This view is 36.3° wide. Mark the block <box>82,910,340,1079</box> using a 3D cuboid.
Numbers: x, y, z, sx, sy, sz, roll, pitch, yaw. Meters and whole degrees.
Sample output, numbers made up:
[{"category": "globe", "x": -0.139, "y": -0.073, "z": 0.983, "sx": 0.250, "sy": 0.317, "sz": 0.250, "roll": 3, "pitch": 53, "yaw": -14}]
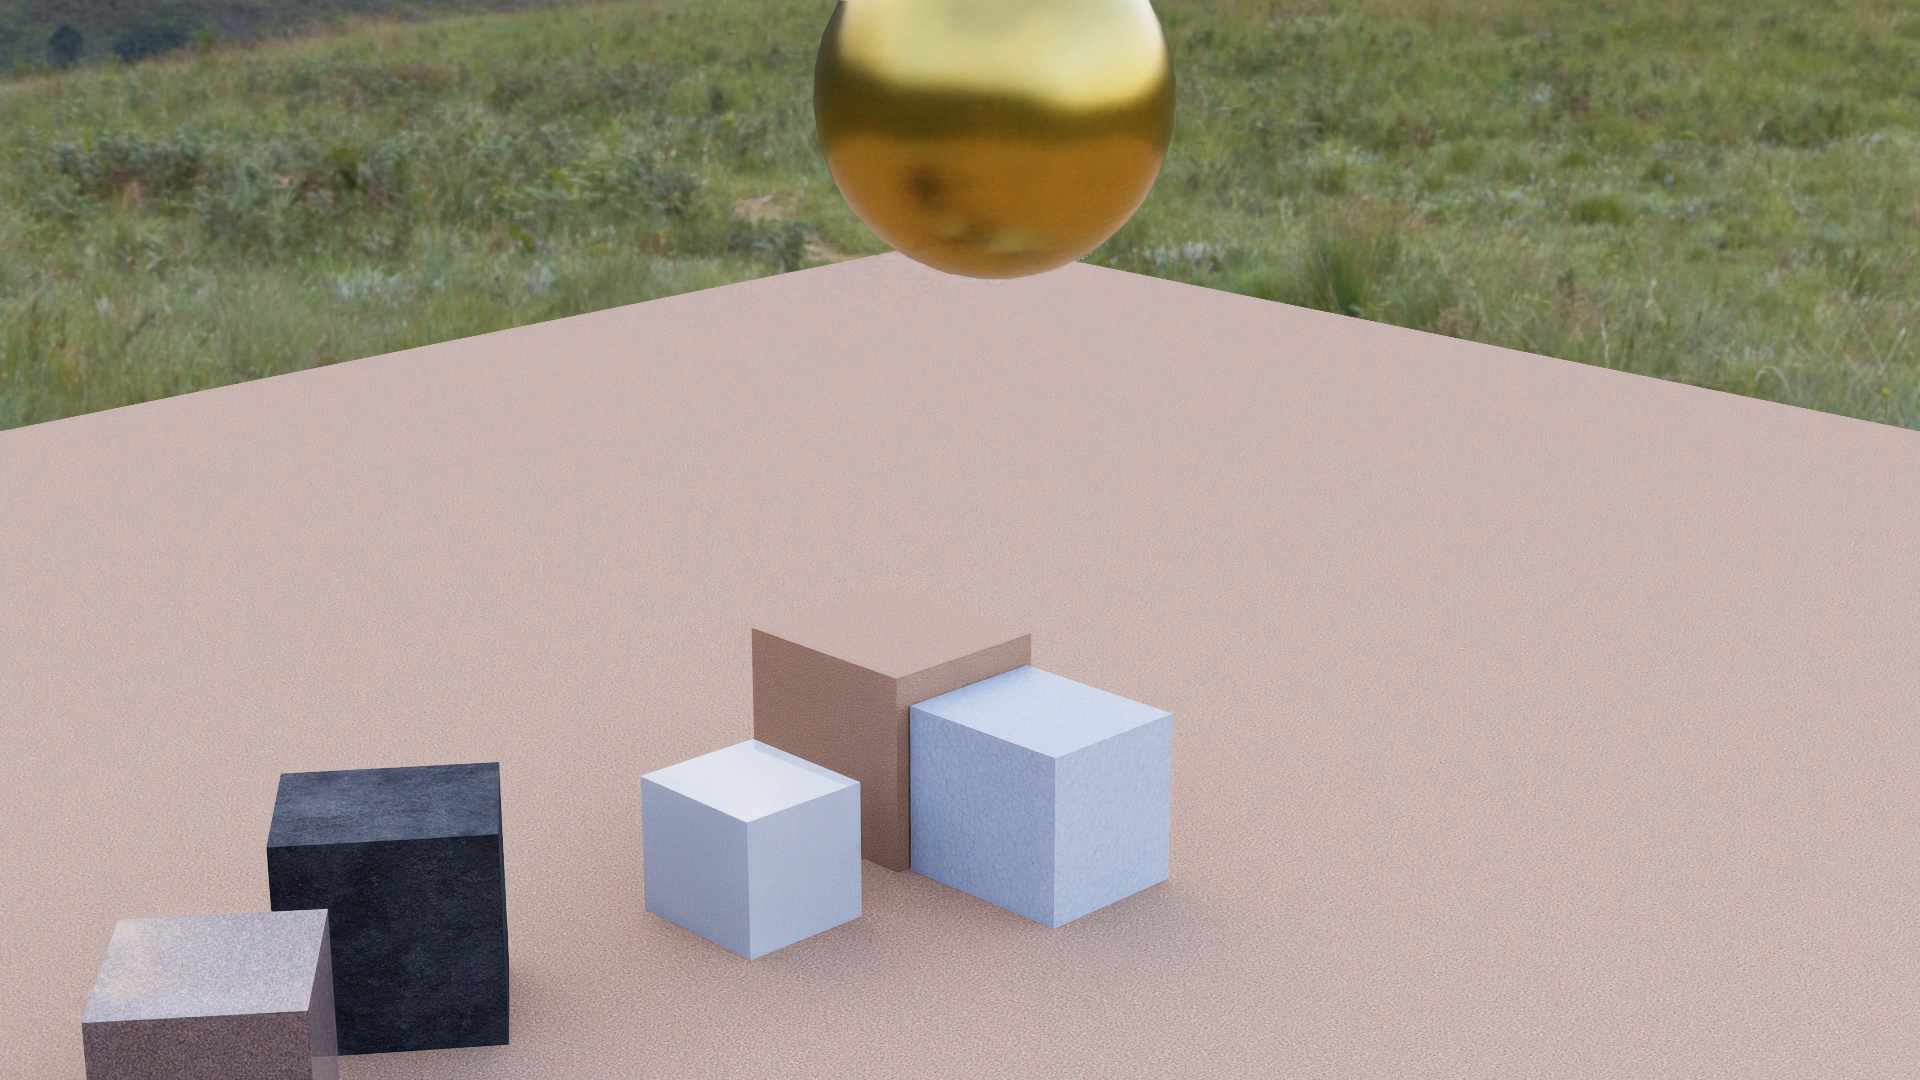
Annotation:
[{"category": "block", "x": -2.746, "y": 1.933, "z": 10.853, "sx": 0.780, "sy": 0.803, "sz": 0.862, "roll": -2, "pitch": 18, "yaw": -7}]

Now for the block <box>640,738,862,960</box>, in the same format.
[{"category": "block", "x": -0.921, "y": 1.355, "z": 12.965, "sx": 0.646, "sy": 0.640, "sz": 0.726, "roll": -16, "pitch": 24, "yaw": -42}]

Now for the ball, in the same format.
[{"category": "ball", "x": 0.152, "y": -1.947, "z": 12.889, "sx": 1.600, "sy": 1.600, "sz": 1.600, "roll": 0, "pitch": 17, "yaw": 0}]

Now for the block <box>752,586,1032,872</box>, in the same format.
[{"category": "block", "x": -0.325, "y": 0.879, "z": 13.965, "sx": 0.878, "sy": 0.949, "sz": 0.990, "roll": -17, "pitch": 24, "yaw": -42}]

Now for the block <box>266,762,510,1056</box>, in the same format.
[{"category": "block", "x": -2.322, "y": 1.505, "z": 12.020, "sx": 0.896, "sy": 0.920, "sz": 0.777, "roll": -3, "pitch": 18, "yaw": -8}]

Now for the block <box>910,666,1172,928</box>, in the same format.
[{"category": "block", "x": 0.364, "y": 1.150, "z": 13.343, "sx": 0.765, "sy": 0.806, "sz": 0.903, "roll": -17, "pitch": 24, "yaw": -42}]
